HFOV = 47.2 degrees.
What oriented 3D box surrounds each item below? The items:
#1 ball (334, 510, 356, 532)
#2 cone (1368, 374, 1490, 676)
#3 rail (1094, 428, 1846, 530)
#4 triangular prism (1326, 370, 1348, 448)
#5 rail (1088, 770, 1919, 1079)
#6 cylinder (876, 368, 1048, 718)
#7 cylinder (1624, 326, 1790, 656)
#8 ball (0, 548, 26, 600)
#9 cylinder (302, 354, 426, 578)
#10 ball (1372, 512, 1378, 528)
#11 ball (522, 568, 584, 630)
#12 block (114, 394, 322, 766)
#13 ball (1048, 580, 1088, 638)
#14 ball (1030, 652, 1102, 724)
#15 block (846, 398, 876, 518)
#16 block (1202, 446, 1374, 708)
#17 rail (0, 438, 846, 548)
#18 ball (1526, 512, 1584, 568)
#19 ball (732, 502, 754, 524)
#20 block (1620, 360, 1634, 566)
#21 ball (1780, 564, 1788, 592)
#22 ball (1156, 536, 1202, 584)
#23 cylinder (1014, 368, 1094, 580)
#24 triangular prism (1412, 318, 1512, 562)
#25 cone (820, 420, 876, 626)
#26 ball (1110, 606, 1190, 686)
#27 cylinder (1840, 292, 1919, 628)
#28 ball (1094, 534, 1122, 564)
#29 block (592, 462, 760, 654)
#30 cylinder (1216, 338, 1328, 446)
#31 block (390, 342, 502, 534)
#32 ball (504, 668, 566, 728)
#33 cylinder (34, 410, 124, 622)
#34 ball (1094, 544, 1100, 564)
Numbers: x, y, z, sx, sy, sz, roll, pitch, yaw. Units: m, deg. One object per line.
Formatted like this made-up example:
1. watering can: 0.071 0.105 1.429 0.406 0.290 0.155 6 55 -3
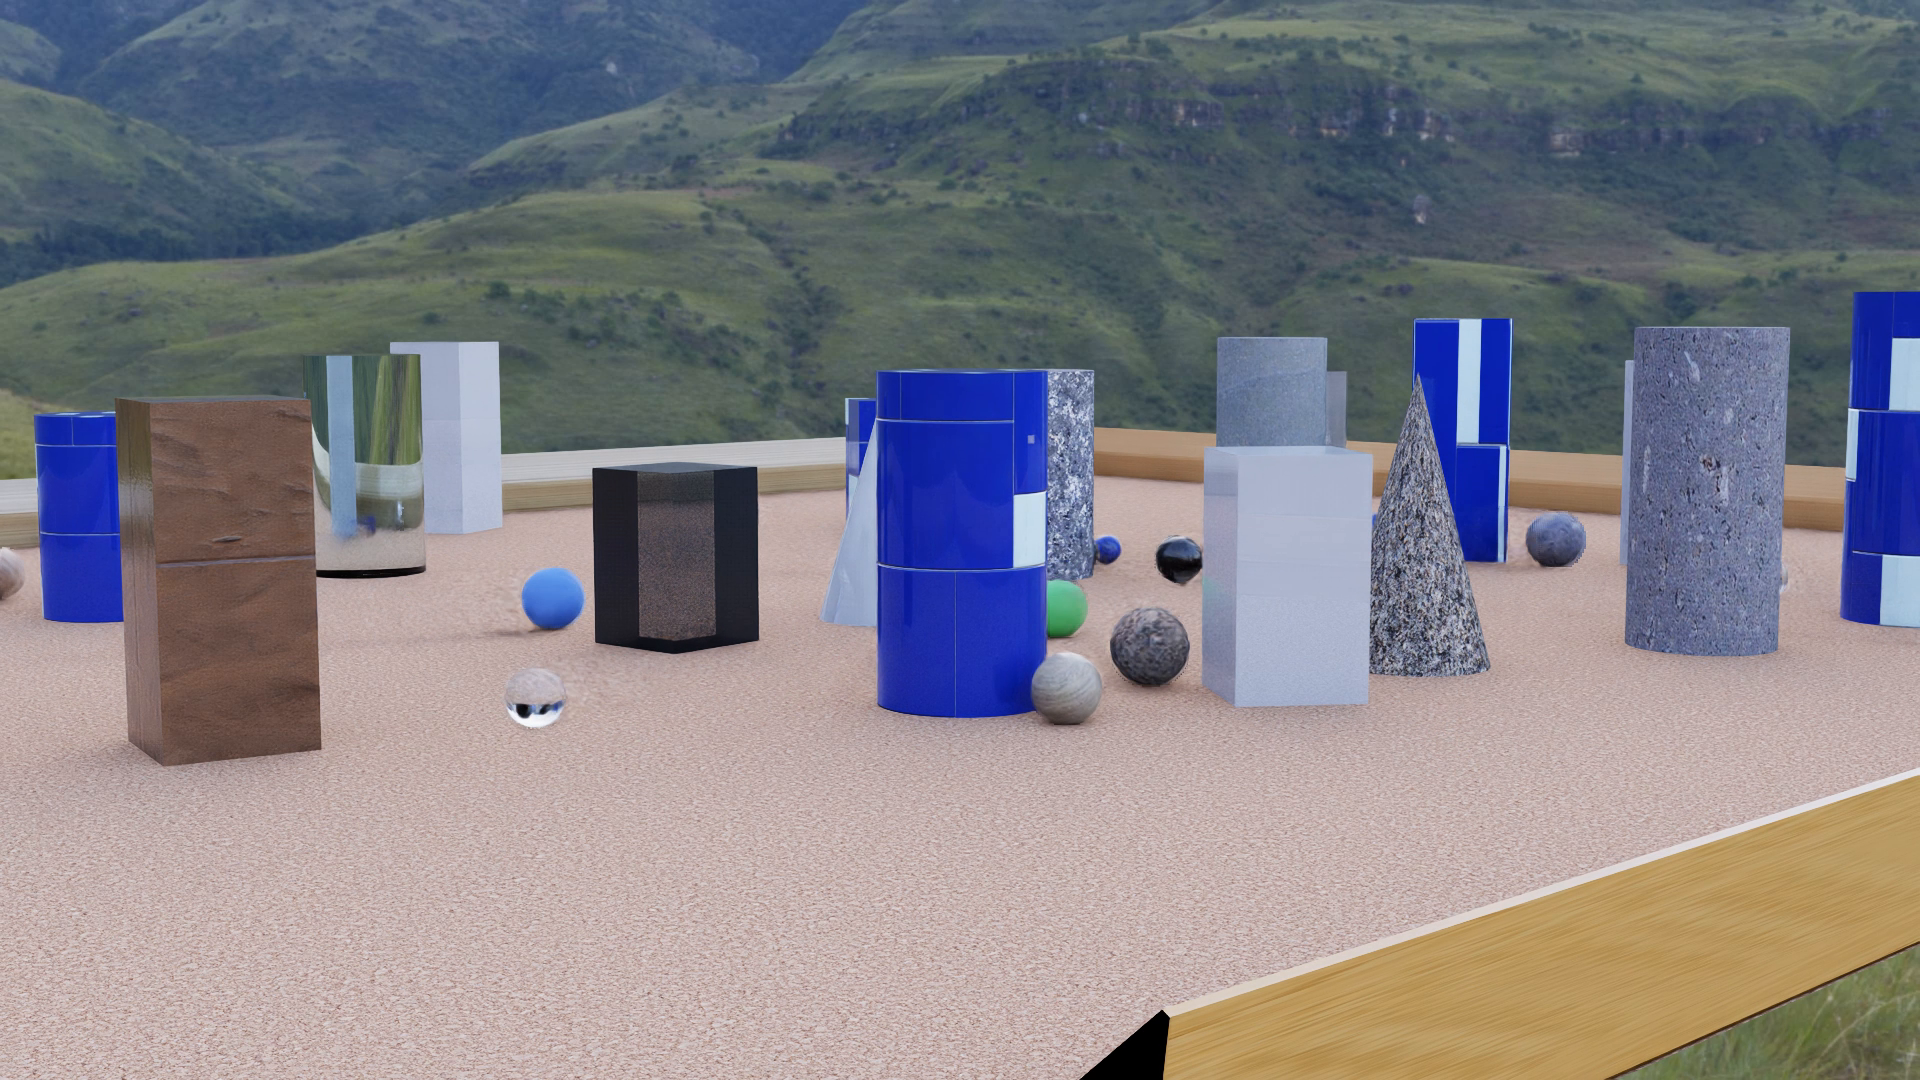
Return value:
1. ball: -1.237 -0.038 4.421 0.041 0.041 0.041 0 6 0
2. cone: 0.569 -0.027 2.748 0.193 0.368 0.193 0 6 0
3. rail: 1.487 -0.111 4.697 0.045 0.126 3.567 -6 8 -42
4. triangular prism: 0.661 -0.170 4.313 0.167 0.325 0.145 0 6 0
5. rail: 1.193 0.168 2.046 4.095 0.126 0.045 -6 8 -42
6. cylinder: 0.002 -0.002 2.479 0.193 0.376 0.193 0 6 0
7. cylinder: 0.985 -0.069 2.903 0.193 0.420 0.193 0 6 0
8. ball: -1.479 0.052 3.384 0.079 0.079 0.079 0 6 0
9. cylinder: -1.007 -0.129 3.719 0.193 0.368 0.193 0 6 0
10. ball: 0.779 -0.020 4.129 0.065 0.065 0.065 0 6 0
11. ball: -0.568 0.082 3.067 0.086 0.086 0.086 0 6 0
12. block: -0.754 0.034 2.235 0.155 0.355 0.155 -4 7 -32
13. ball: 0.134 0.093 2.989 0.079 0.079 0.079 0 6 0
14. ball: 0.115 0.159 2.369 0.077 0.077 0.077 0 6 0
15. block: -0.143 -0.155 4.481 0.155 0.262 0.155 -1 6 -13
16. block: 0.375 0.038 2.540 0.155 0.283 0.155 -1 6 -8
17. rail: -1.193 -0.102 4.618 4.095 0.126 0.045 -6 8 -42
18. ball: 1.027 -0.001 3.799 0.097 0.097 0.097 0 6 0
19. ball: -0.452 -0.057 4.575 0.046 0.046 0.046 0 6 0
20. block: 1.255 -0.130 3.787 0.155 0.355 0.155 -3 6 -23
21. ball: 1.253 0.059 3.410 0.059 0.059 0.059 0 6 0
22. ball: 0.357 0.032 3.584 0.077 0.077 0.077 0 6 0
23. cylinder: 0.127 -0.112 3.682 0.193 0.343 0.193 0 6 0
24. triangular prism: 0.903 -0.183 3.952 0.167 0.428 0.145 2 6 16
25. cone: -0.108 -0.054 3.171 0.193 0.335 0.193 0 6 0
26. ball: 0.225 0.126 2.609 0.094 0.094 0.094 0 6 0
27. cylinder: 1.371 -0.119 3.143 0.193 0.468 0.193 0 6 0
28. ball: 0.257 0.016 3.853 0.051 0.051 0.051 0 6 0
29. block: -0.380 0.020 2.942 0.155 0.235 0.155 5 8 39
30. cylinder: 0.553 -0.162 3.916 0.193 0.394 0.193 0 6 0
31. block: -1.036 -0.210 4.441 0.155 0.378 0.155 2 6 18
32. ball: -0.453 0.168 2.345 0.064 0.064 0.064 0 6 0
33. cylinder: -1.242 -0.038 3.212 0.193 0.293 0.193 0 6 0
34. ball: 0.217 0.023 3.798 0.049 0.049 0.049 0 6 0
